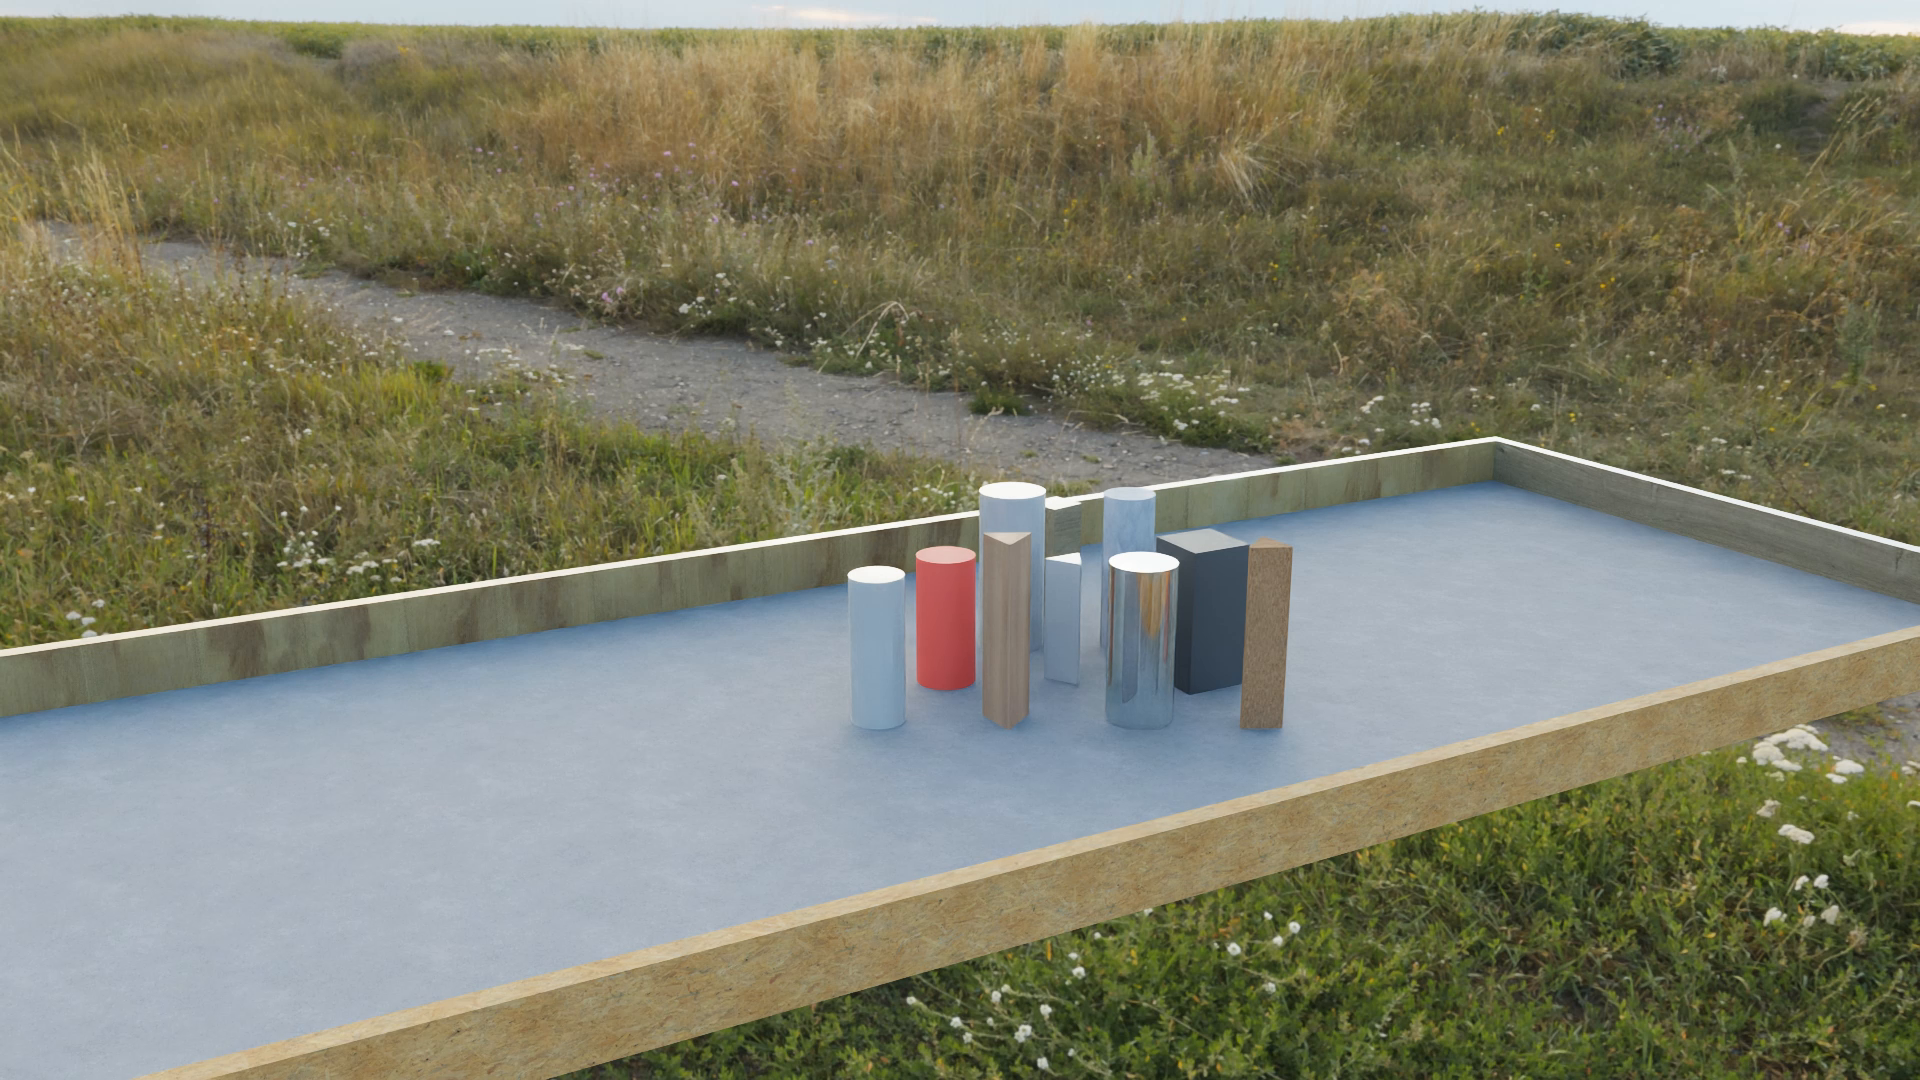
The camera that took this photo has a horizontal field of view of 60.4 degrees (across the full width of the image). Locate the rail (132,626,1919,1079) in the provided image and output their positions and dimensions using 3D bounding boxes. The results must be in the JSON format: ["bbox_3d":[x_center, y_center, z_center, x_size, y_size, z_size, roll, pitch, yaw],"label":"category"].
[{"bbox_3d":[-2.336,1.006,1.665,12.000,0.150,0.050,-9,18,-27],"label":"rail"}]

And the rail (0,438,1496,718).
[{"bbox_3d":[-3.305,0.497,3.399,12.000,0.150,0.050,-9,18,-27],"label":"rail"}]

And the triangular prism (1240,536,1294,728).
[{"bbox_3d":[0.703,0.216,3.836,0.099,0.441,0.085,-1,16,-2],"label":"triangular prism"}]

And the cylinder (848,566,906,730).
[{"bbox_3d":[-0.194,0.252,3.863,0.132,0.359,0.132,0,16,0],"label":"cylinder"}]

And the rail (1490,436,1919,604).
[{"bbox_3d":[2.466,-0.048,5.253,0.050,0.150,2.100,-9,18,-27],"label":"rail"}]

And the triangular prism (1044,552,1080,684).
[{"bbox_3d":[0.275,0.193,4.140,0.098,0.314,0.085,9,19,29],"label":"triangular prism"}]

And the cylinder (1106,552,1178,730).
[{"bbox_3d":[0.425,0.236,3.866,0.161,0.387,0.161,0,16,0],"label":"cylinder"}]

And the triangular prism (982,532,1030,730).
[{"bbox_3d":[0.124,0.206,3.854,0.095,0.451,0.109,-10,19,-31],"label":"triangular prism"}]

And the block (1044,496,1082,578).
[{"bbox_3d":[0.265,0.050,4.616,0.102,0.320,0.102,-13,21,-38],"label":"block"}]

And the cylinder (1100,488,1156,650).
[{"bbox_3d":[0.441,0.080,4.341,0.135,0.418,0.135,0,16,0],"label":"cylinder"}]

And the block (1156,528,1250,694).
[{"bbox_3d":[0.598,0.176,4.110,0.163,0.364,0.163,-9,18,-27],"label":"block"}]

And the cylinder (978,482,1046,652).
[{"bbox_3d":[0.137,0.073,4.355,0.174,0.423,0.174,0,16,0],"label":"cylinder"}]

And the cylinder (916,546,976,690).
[{"bbox_3d":[-0.035,0.194,4.112,0.148,0.328,0.148,0,16,0],"label":"cylinder"}]
